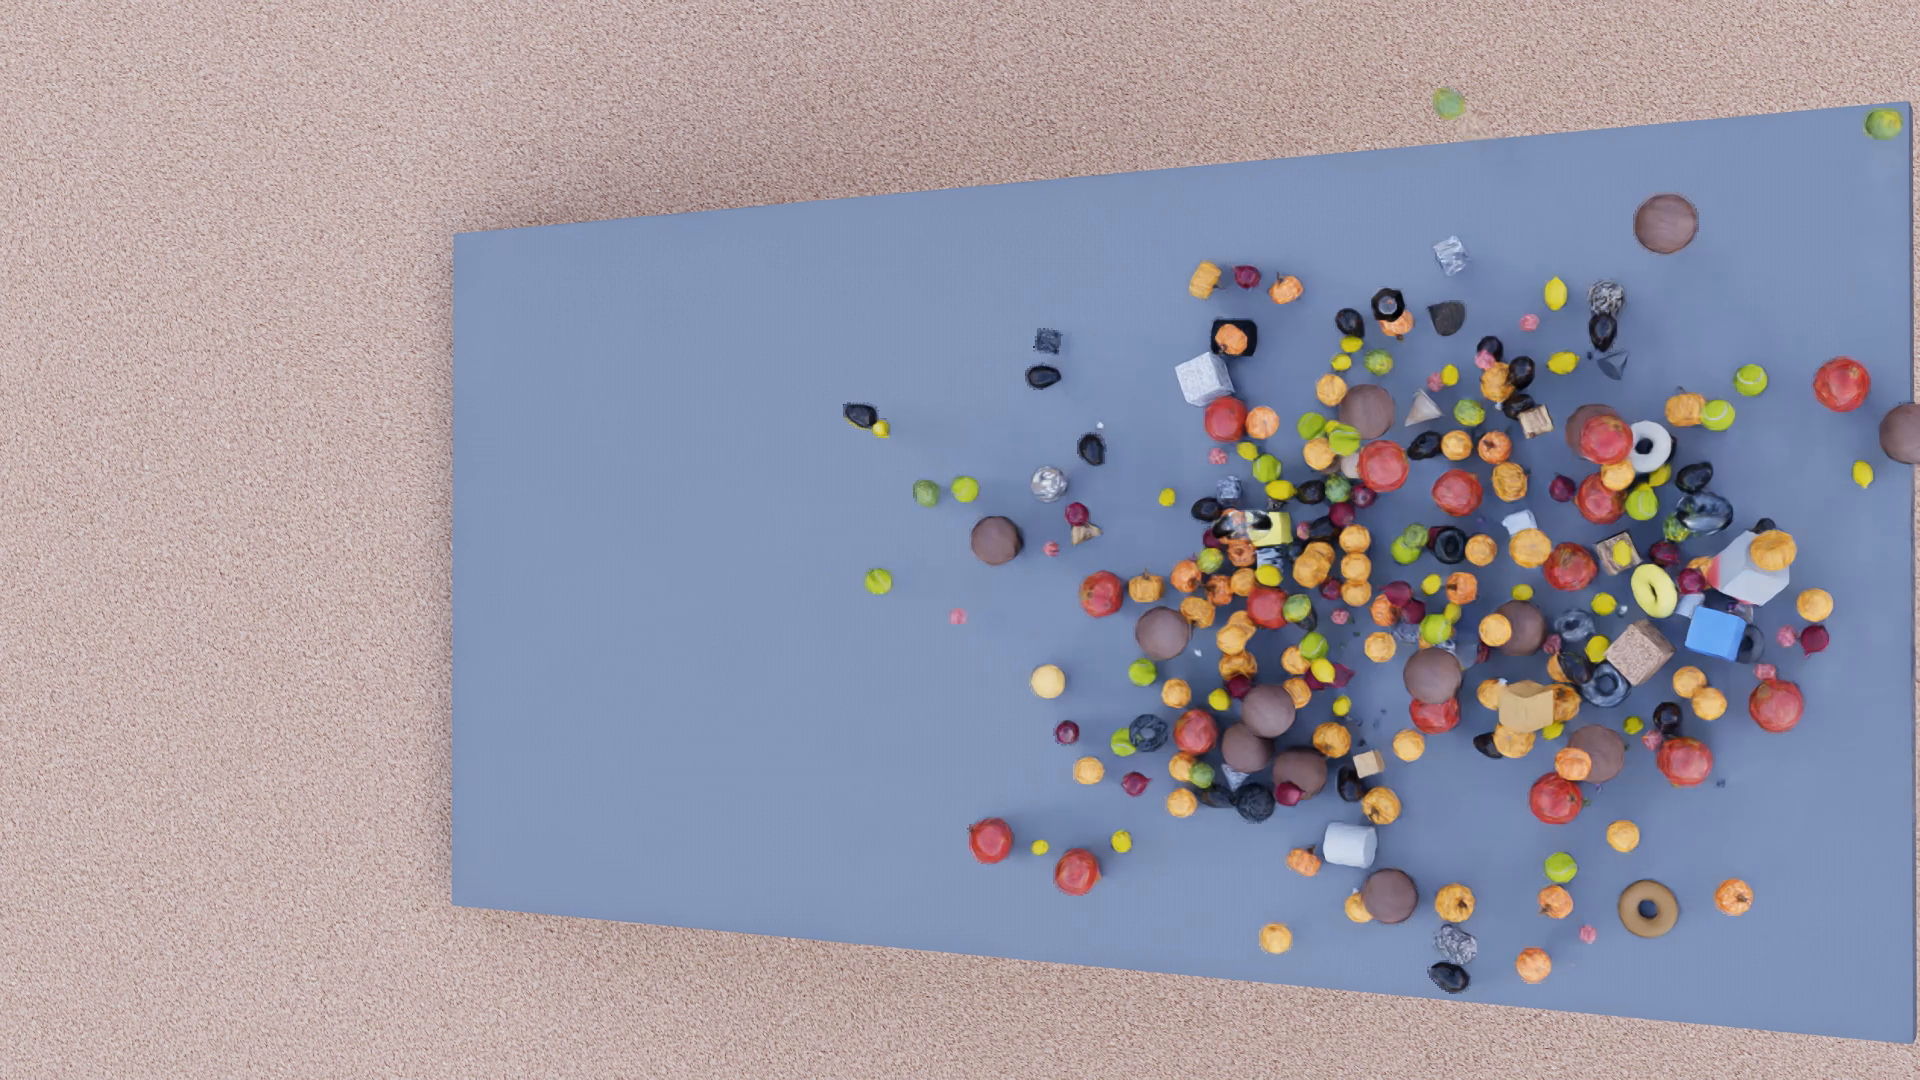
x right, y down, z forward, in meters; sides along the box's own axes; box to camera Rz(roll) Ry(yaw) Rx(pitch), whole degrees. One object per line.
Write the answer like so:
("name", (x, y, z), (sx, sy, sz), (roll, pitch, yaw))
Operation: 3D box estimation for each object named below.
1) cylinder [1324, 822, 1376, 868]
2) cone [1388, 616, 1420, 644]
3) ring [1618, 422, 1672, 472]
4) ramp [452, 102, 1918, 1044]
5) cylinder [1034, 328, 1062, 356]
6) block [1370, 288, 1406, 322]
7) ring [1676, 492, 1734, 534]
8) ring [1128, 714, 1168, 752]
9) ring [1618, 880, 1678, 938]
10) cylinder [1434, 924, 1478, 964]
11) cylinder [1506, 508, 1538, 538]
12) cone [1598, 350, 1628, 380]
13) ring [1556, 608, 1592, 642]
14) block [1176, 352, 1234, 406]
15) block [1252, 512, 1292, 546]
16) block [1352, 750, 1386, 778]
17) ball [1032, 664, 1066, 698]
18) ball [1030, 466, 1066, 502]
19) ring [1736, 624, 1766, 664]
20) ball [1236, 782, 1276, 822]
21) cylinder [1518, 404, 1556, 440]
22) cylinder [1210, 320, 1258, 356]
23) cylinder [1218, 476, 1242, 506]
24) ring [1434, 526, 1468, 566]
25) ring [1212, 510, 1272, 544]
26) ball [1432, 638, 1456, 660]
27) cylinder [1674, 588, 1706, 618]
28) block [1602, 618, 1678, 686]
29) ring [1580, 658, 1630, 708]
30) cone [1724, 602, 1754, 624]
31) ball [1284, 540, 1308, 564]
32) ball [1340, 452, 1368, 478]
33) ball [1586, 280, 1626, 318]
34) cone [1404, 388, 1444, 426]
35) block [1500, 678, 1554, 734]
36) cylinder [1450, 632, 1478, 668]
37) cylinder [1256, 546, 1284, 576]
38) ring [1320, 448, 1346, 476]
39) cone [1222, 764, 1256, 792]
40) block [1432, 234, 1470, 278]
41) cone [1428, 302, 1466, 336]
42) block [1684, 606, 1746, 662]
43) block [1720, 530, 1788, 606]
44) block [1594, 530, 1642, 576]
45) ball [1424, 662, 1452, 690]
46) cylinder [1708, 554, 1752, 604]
("cylinder", (0.920, 0.719, 5.186), (0.097, 0.097, 0.097), (3, 89, 30))
("cone", (1.025, 0.217, 5.137), (0.068, 0.068, 0.068), (-11, 89, -33))
("ring", (1.506, -0.205, 4.838), (0.117, 0.039, 0.117), (-11, 70, 32))
("ramp", (0.276, 0.077, 5.649), (4.000, 0.100, 2.000), (0, 89, 28))
("cylinder", (0.224, -0.505, 5.595), (0.053, 0.053, 0.053), (21, 72, 0))
("block", (0.986, -0.541, 5.062), (0.052, 0.052, 0.052), (-47, 132, -30))
("ring", (1.627, -0.059, 4.808), (0.123, 0.123, 0.041), (-8, 127, 0))
("ring", (0.464, 0.476, 5.419), (0.098, 0.033, 0.098), (1, 102, 3))
("ring", (1.530, 0.821, 4.889), (0.130, 0.043, 0.130), (0, 90, 27))
("cylinder", (1.114, 0.909, 4.945), (0.069, 0.069, 0.069), (-15, 116, -33))
("cylinder", (1.282, -0.038, 5.024), (0.054, 0.054, 0.054), (-21, 89, 27))
("cone", (1.479, -0.405, 4.936), (0.067, 0.067, 0.067), (-44, 90, -7))
("ring", (1.387, 0.193, 4.966), (0.083, 0.083, 0.028), (-48, 134, 0))
("block", (0.598, -0.391, 5.369), (0.093, 0.093, 0.093), (-24, 74, 26))
("block", (0.750, -0.026, 5.297), (0.075, 0.075, 0.075), (-7, 86, 28))
("block", (0.965, 0.528, 5.189), (0.052, 0.052, 0.052), (-21, 80, 26))
("ball", (0.224, 0.358, 5.568), (0.086, 0.086, 0.086), (0, 89, 0))
("ball", (0.224, -0.140, 5.570), (0.092, 0.092, 0.092), (0, 89, 0))
("ring", (1.714, 0.226, 4.803), (0.087, 0.029, 0.087), (-3, 84, 32))
("ball", (0.712, 0.632, 5.299), (0.096, 0.096, 0.096), (0, 89, 0))
("cylinder", (1.291, -0.265, 4.927), (0.063, 0.063, 0.063), (-22, 89, 21))
("cylinder", (0.666, -0.491, 5.340), (0.087, 0.087, 0.087), (6, 89, 28))
("cylinder", (0.655, -0.119, 5.349), (0.055, 0.055, 0.055), (0, 68, 0))
("ring", (1.133, 0.014, 5.074), (0.089, 0.030, 0.089), (-1, 94, -18))
("ring", (0.671, -0.030, 5.218), (0.143, 0.143, 0.048), (-7, 68, 0))
("ball", (1.092, 0.244, 4.962), (0.050, 0.050, 0.050), (0, 89, 0))
("cylinder", (1.608, 0.139, 4.845), (0.055, 0.055, 0.055), (14, 100, 0))
("block", (1.505, 0.248, 4.868), (0.099, 0.099, 0.099), (48, 118, 21))
("ring", (1.449, 0.323, 4.940), (0.113, 0.038, 0.113), (0, 89, 31))
("cone", (1.695, 0.154, 4.797), (0.057, 0.057, 0.057), (-2, 89, 31))
("ball", (0.806, 0.029, 5.278), (0.054, 0.054, 0.054), (0, 89, 0))
("ball", (0.906, -0.172, 5.054), (0.062, 0.062, 0.062), (0, 89, 0))
("ball", (1.447, -0.541, 4.924), (0.084, 0.084, 0.084), (0, 89, 0))
("cone", (1.065, -0.293, 5.119), (0.087, 0.087, 0.087), (-41, 90, 18))
("block", (1.247, 0.366, 4.841), (0.082, 0.082, 0.082), (-14, 111, -26))
("cylinder", (1.150, 0.252, 5.018), (0.059, 0.059, 0.059), (1, 114, 0))
("cylinder", (0.747, 0.051, 5.305), (0.062, 0.062, 0.062), (-6, 87, 0))
("ring", (0.889, -0.186, 5.236), (0.025, 0.075, 0.075), (41, 89, -30))
("cone", (0.686, 0.564, 5.348), (0.078, 0.078, 0.078), (-22, 89, -1))
("block", (1.135, -0.656, 5.080), (0.058, 0.058, 0.058), (-27, 61, 7))
("cone", (1.109, -0.528, 5.098), (0.086, 0.086, 0.086), (-14, 122, -23))
("block", (1.641, 0.204, 4.777), (0.091, 0.091, 0.091), (17, 89, 31))
("block", (1.671, 0.060, 4.629), (0.100, 0.100, 0.100), (18, 57, -7))
("block", (1.467, 0.029, 4.900), (0.076, 0.076, 0.076), (-25, 86, 18))
("ball", (1.110, 0.317, 5.106), (0.066, 0.066, 0.066), (0, 89, 0))
("cylinder", (1.683, 0.079, 4.749), (0.093, 0.093, 0.093), (26, 89, -17))
